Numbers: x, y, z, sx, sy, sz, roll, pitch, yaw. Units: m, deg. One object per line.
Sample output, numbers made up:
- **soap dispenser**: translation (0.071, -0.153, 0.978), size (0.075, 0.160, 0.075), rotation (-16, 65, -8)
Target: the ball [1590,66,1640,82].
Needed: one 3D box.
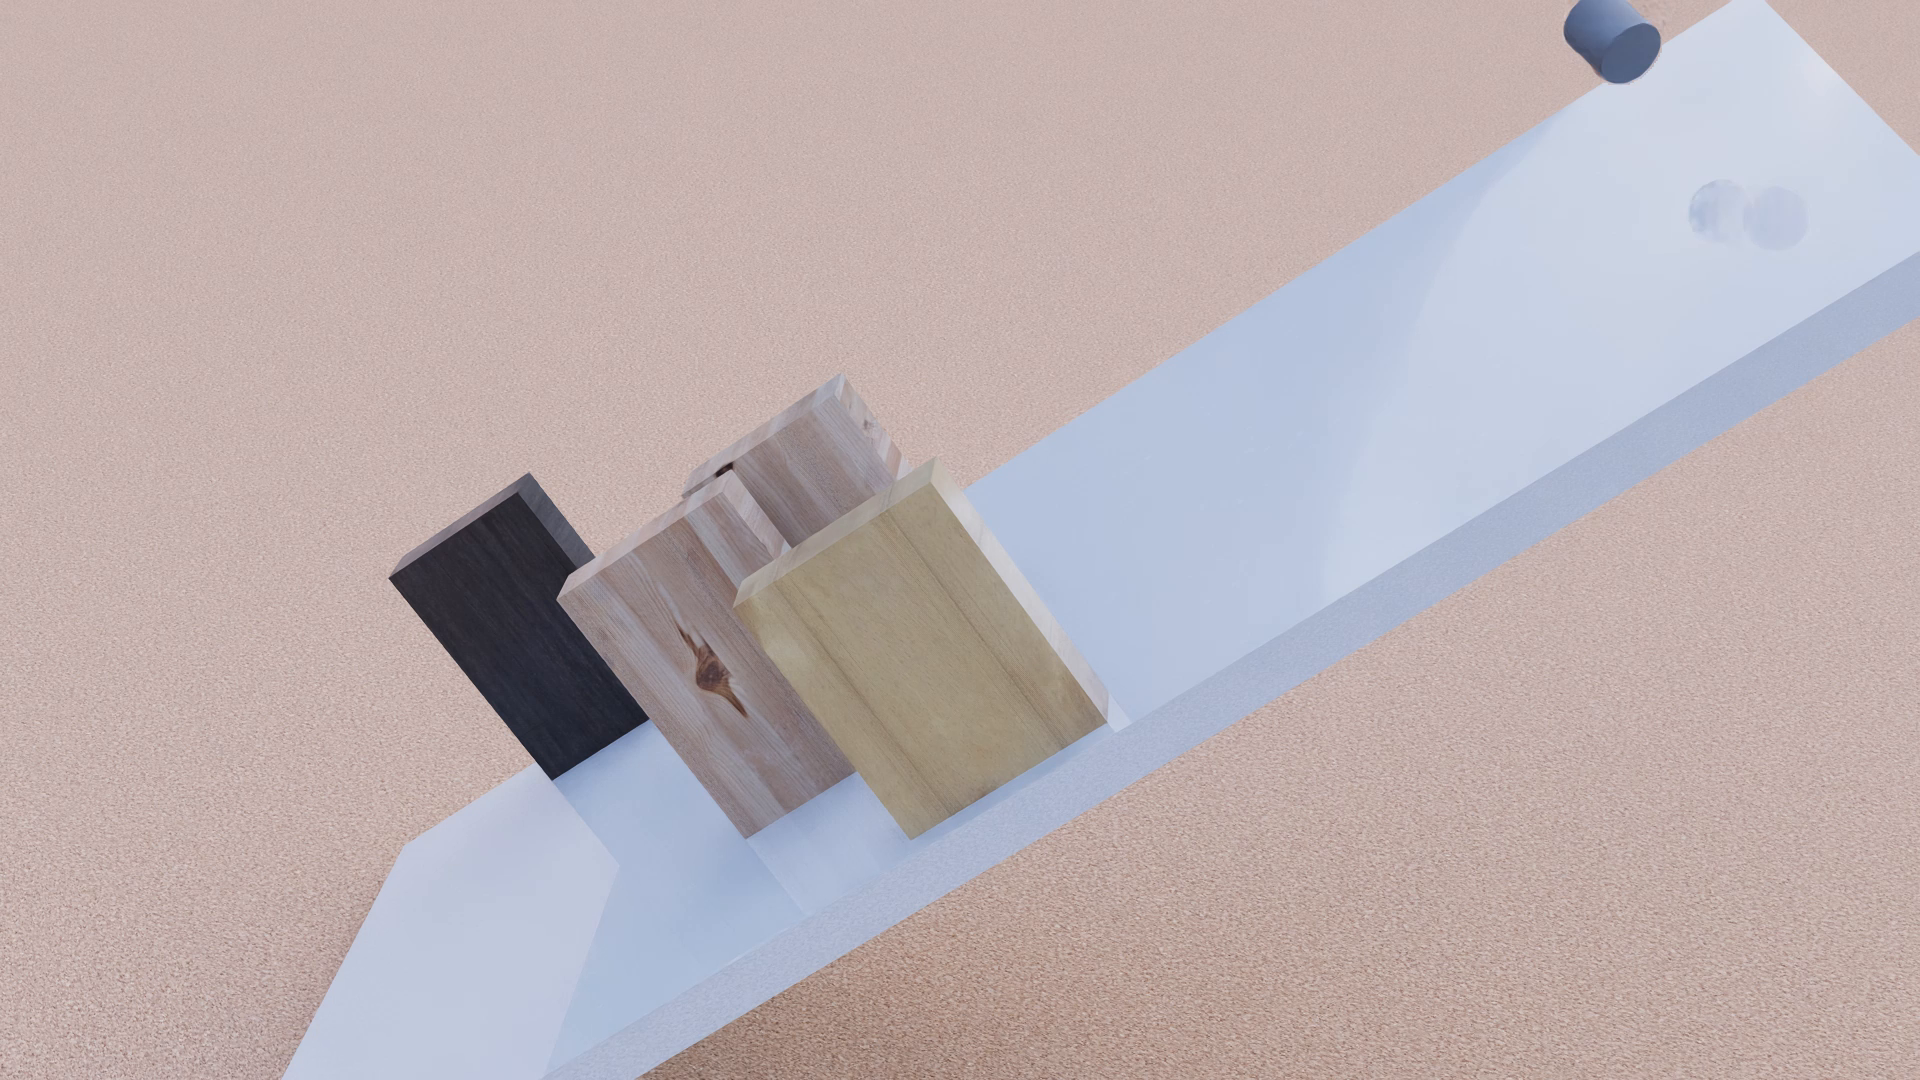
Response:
- **ball**: translation (1.379, -1.024, 6.143), size (0.138, 0.138, 0.138), rotation (0, 21, 0)

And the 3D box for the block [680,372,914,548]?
- **block**: translation (-0.235, 0.020, 6.199), size (0.396, 0.620, 0.149), rotation (-32, 16, 15)

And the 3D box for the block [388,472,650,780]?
- **block**: translation (-1.041, 0.218, 7.298), size (0.406, 0.657, 0.143), rotation (-32, 16, 15)

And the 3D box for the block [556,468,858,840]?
- **block**: translation (-0.451, 0.237, 5.986), size (0.418, 0.641, 0.131), rotation (-32, 16, 15)

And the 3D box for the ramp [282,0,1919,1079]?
- **ramp**: translation (0.136, 0.174, 6.305), size (4.000, 0.100, 2.000), rotation (-32, 16, 15)

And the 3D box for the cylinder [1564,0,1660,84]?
- **cylinder**: translation (1.235, -0.954, 5.573), size (0.130, 0.130, 0.130), rotation (-10, 43, -24)

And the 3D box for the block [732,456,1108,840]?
- **block**: translation (-0.067, 0.204, 5.402), size (0.441, 0.560, 0.135), rotation (-32, 16, 15)
